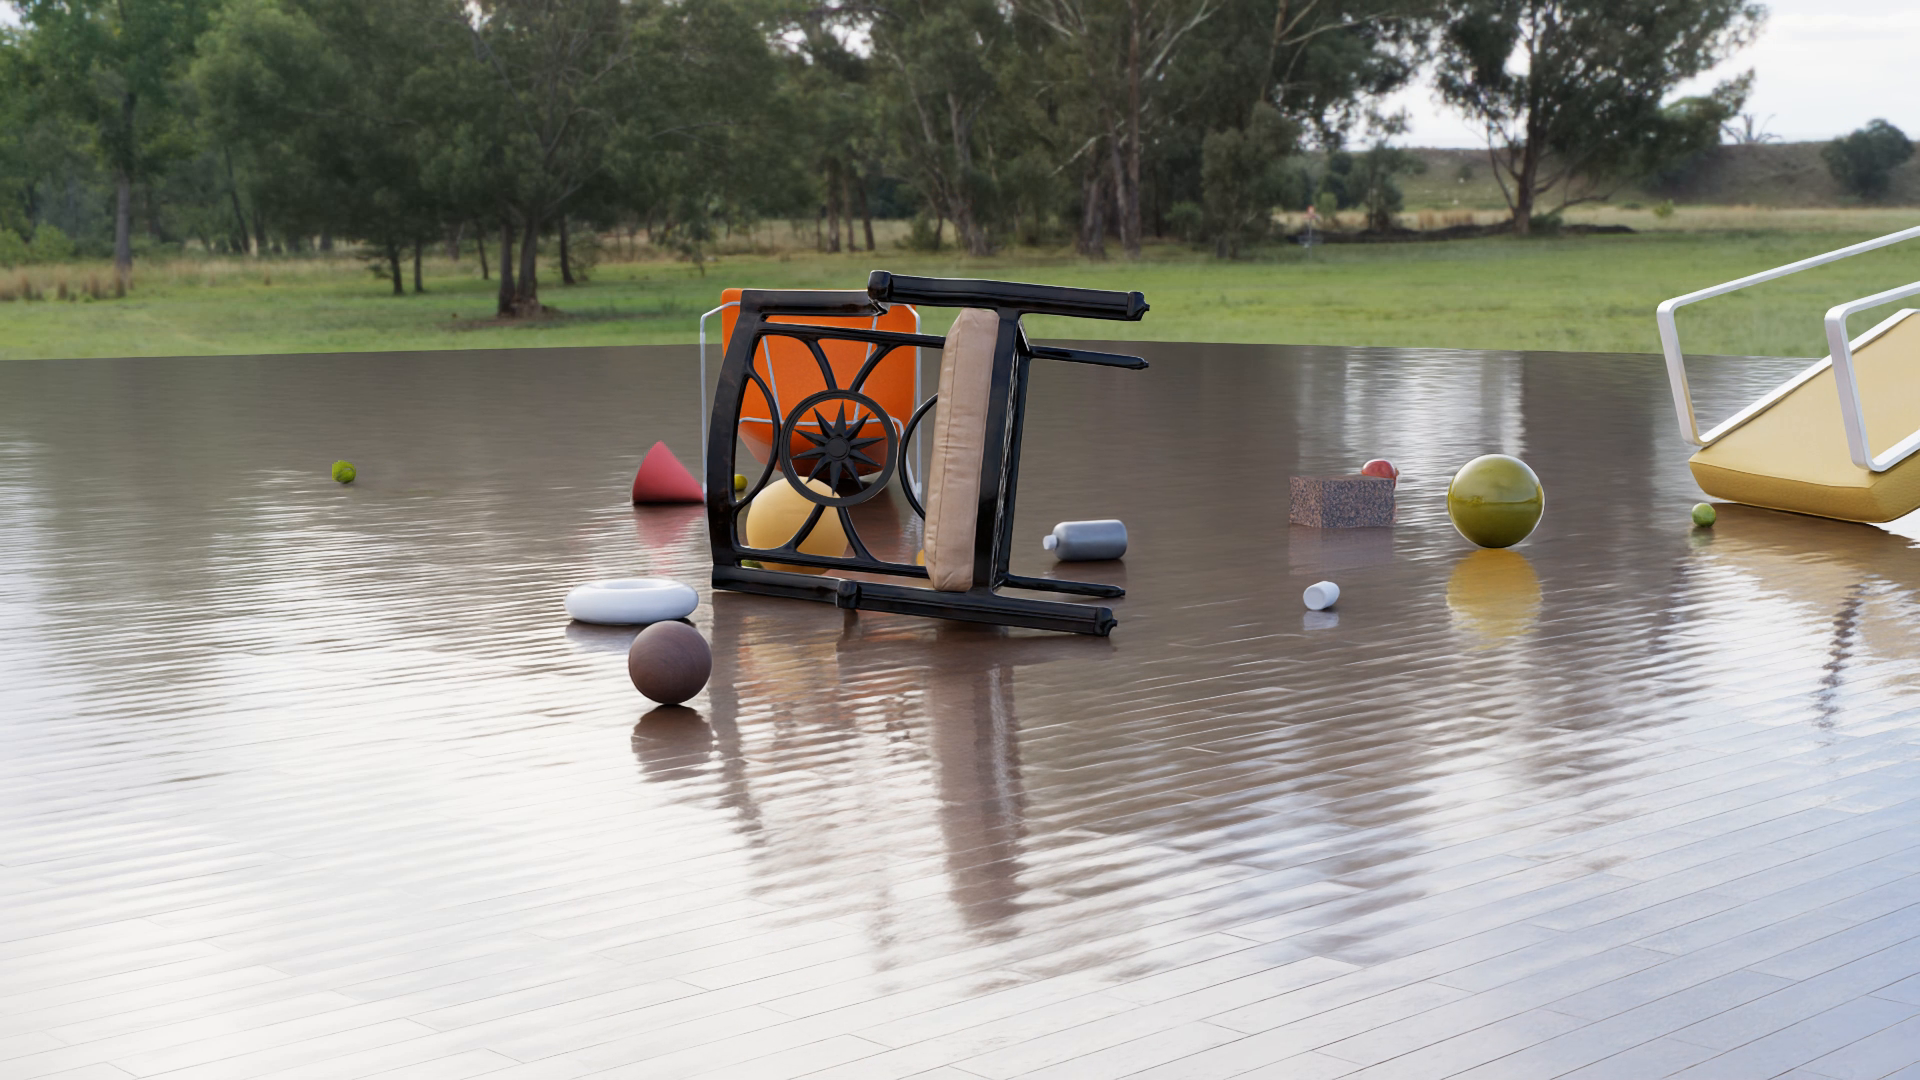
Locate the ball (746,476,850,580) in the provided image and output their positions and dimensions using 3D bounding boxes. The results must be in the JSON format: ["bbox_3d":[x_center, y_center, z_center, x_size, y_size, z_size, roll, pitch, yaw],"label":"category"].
[{"bbox_3d":[-0.350,-0.025,5.559,0.226,0.226,0.226,0,6,0],"label":"ball"}]

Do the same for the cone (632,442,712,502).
[{"bbox_3d":[-0.816,-0.155,7.491,0.217,0.184,0.229,24,-10,5],"label":"cone"}]

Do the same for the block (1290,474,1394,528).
[{"bbox_3d":[1.015,-0.105,6.832,0.211,0.122,0.186,-2,6,-20],"label":"block"}]

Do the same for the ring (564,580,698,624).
[{"bbox_3d":[-0.632,0.118,4.946,0.258,0.067,0.256,-4,7,-31],"label":"ring"}]

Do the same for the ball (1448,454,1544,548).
[{"bbox_3d":[1.295,-0.094,6.201,0.230,0.230,0.230,0,6,0],"label":"ball"}]
